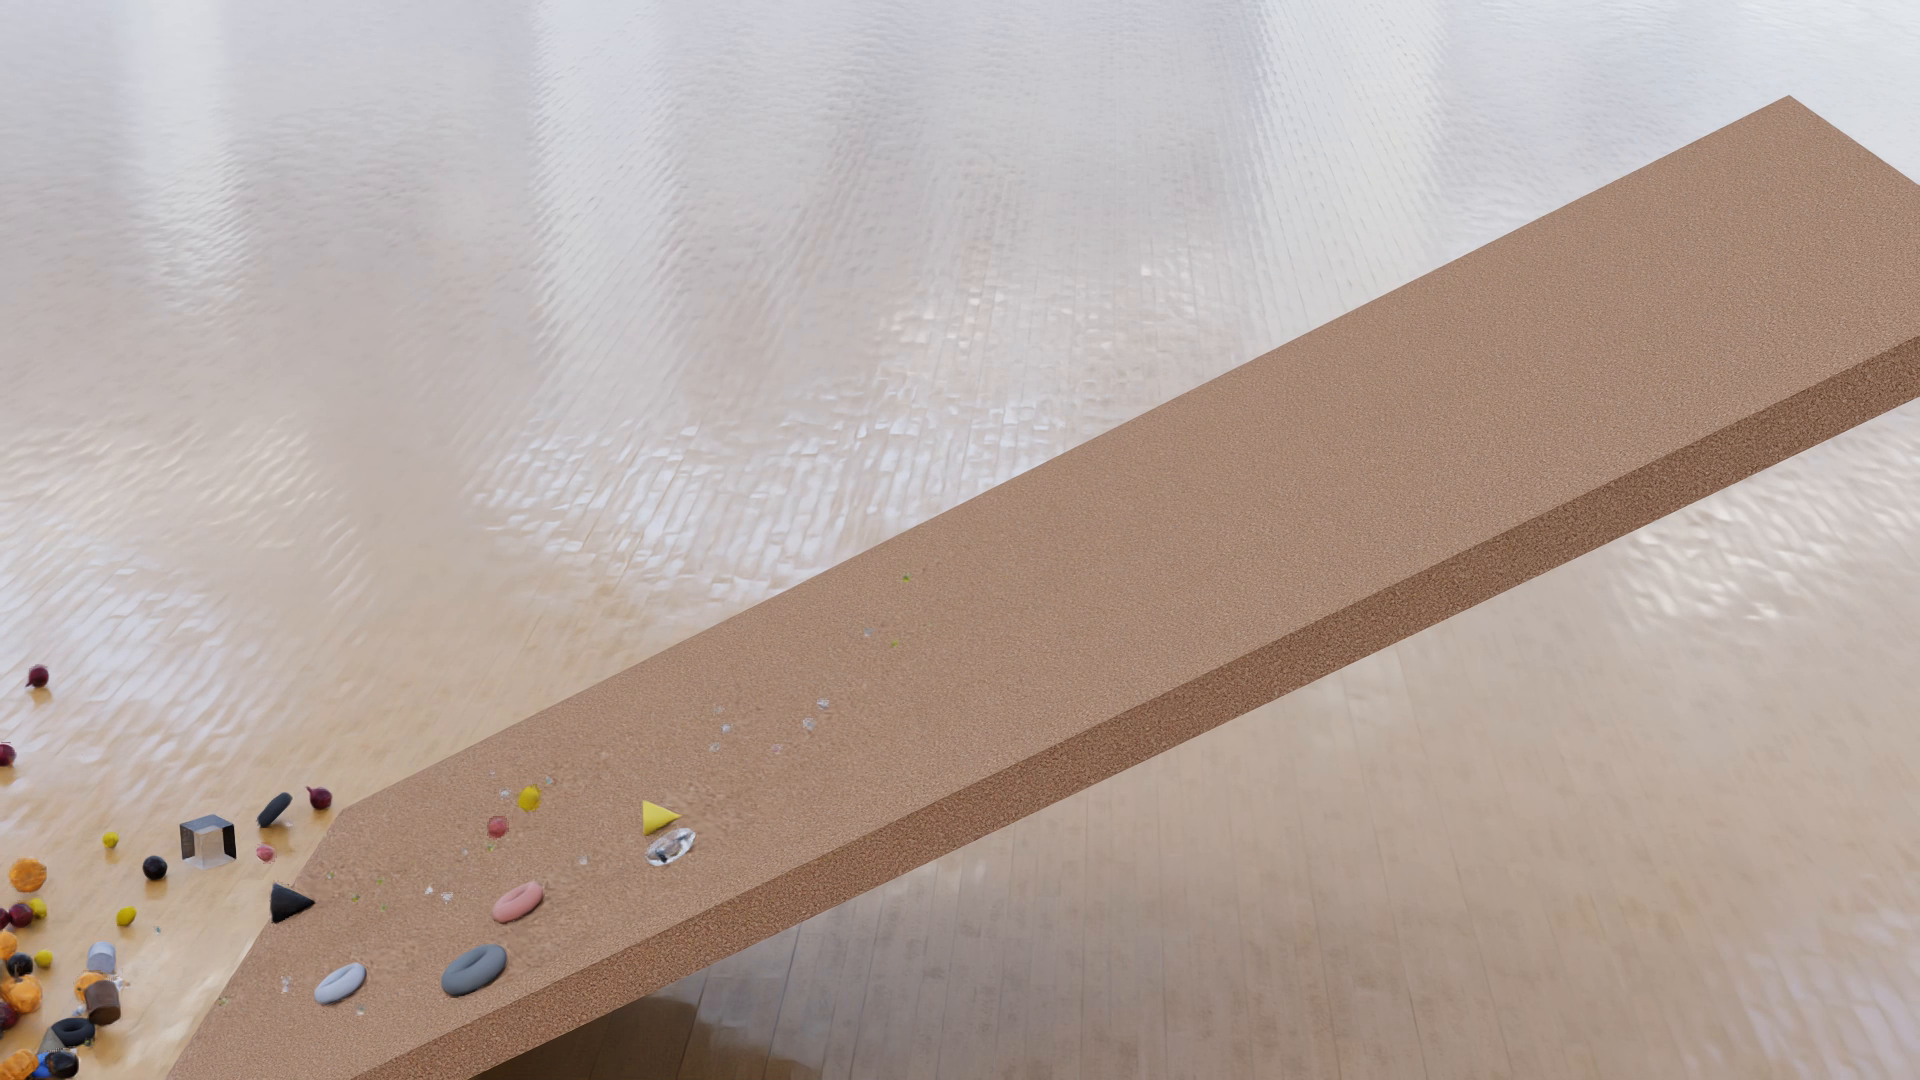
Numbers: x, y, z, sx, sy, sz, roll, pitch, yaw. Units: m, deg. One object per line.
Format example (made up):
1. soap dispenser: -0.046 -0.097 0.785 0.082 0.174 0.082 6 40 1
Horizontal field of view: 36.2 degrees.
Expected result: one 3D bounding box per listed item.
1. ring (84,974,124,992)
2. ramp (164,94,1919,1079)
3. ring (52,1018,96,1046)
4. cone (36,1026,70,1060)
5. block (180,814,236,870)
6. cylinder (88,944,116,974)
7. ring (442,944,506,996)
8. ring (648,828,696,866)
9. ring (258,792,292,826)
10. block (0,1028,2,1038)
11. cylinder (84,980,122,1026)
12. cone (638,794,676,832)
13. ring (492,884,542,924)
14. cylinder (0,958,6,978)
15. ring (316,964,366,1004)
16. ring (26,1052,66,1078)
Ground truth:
1. ring: -1.972 1.027 6.774 0.087 0.029 0.087 -1 17 0
2. ramp: 0.140 0.167 6.281 4.000 0.100 2.000 -26 14 10
3. ring: -1.976 1.095 6.545 0.101 0.034 0.101 1 18 0
4. cone: -1.997 1.100 6.462 0.074 0.074 0.074 0 17 0
5. block: -1.914 0.769 7.488 0.098 0.098 0.098 16 23 42
6. cylinder: -2.004 0.979 6.869 0.063 0.063 0.063 -6 4 -20
7. ring: -0.945 0.836 5.721 0.140 0.047 0.140 -26 15 8
8. ring: -0.572 0.608 5.826 0.106 0.035 0.106 -28 13 7
9. ring: -1.796 0.705 7.709 0.110 0.037 0.110 -44 9 9
10. block: -2.192 1.073 6.531 0.083 0.083 0.083 12 21 33
11. cylinder: -1.921 1.037 6.590 0.071 0.071 0.071 -7 46 -21
12. cone: -0.610 0.569 6.038 0.077 0.077 0.077 18 9 -25
13. ring: -0.902 0.740 5.994 0.116 0.039 0.116 -28 13 7
14. cylinder: -2.232 0.999 6.691 0.093 0.093 0.093 2 54 7
15. ring: -1.283 0.920 6.099 0.117 0.039 0.117 -28 12 7
16. ring: -1.988 1.143 6.400 0.084 0.028 0.084 1 18 0
